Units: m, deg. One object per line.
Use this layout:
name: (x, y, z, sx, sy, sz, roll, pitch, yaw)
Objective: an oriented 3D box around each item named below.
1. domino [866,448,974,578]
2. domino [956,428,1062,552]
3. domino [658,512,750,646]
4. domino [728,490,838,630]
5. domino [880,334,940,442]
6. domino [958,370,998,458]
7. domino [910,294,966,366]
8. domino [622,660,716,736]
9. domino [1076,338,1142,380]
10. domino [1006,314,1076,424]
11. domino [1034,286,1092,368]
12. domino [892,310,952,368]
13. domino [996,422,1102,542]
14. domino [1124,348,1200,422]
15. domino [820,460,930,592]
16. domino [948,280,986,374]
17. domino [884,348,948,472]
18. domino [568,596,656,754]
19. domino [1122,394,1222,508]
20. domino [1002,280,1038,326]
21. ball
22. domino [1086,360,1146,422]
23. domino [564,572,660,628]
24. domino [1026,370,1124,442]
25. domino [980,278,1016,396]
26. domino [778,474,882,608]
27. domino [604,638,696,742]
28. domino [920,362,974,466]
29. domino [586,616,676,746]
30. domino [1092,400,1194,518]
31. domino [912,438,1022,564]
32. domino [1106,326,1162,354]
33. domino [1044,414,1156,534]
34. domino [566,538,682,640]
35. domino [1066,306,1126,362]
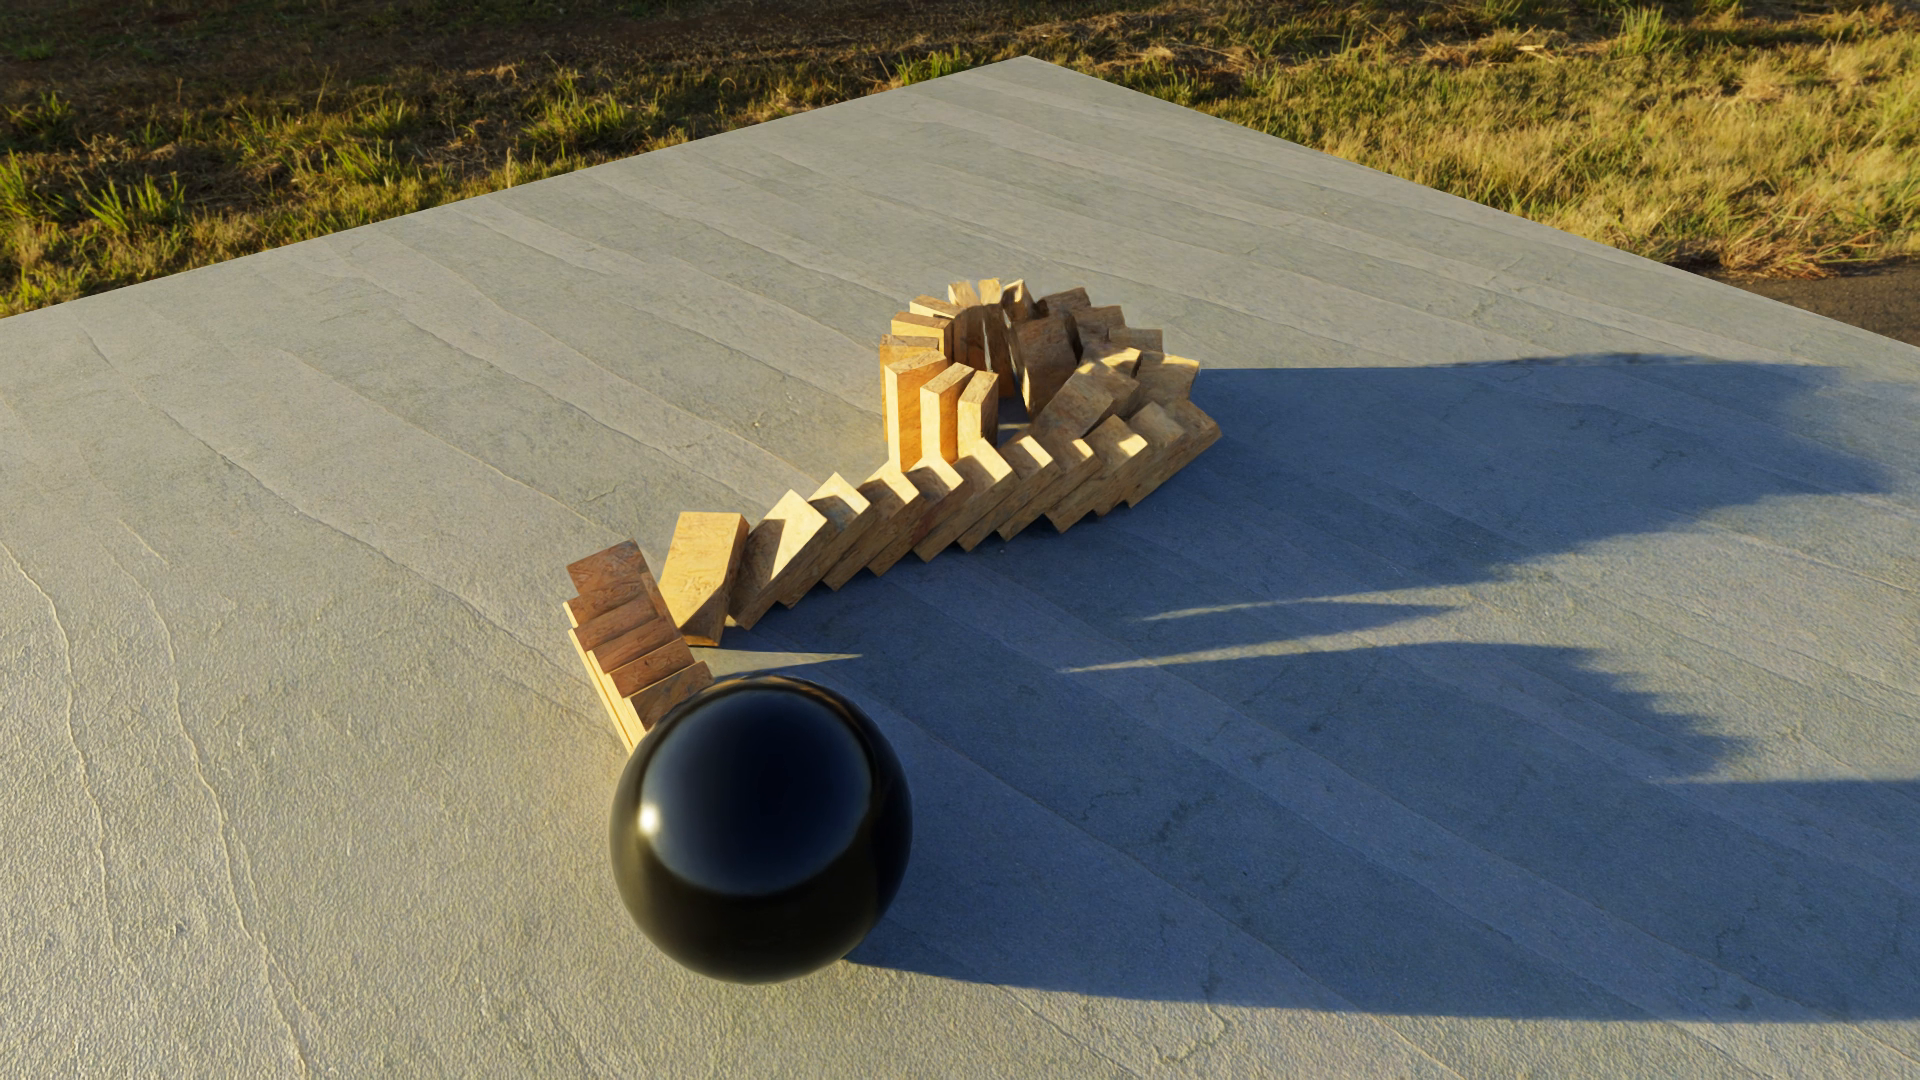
domino: (-0.021, -0.011, 0.438, 0.050, 0.009, 0.025, -41, 47, 1)
domino: (0.014, -0.020, 0.448, 0.050, 0.010, 0.025, -40, 45, 2)
domino: (-0.097, 0.014, 0.409, 0.025, 0.010, 0.050, 2, 62, 14)
domino: (-0.072, 0.007, 0.416, 0.050, 0.009, 0.025, -48, 52, -6)
domino: (-0.022, -0.067, 0.493, 0.025, 0.050, 0.009, 4, 39, 5)
domino: (0.008, -0.043, 0.464, 0.009, 0.050, 0.025, 12, 41, 14)
domino: (-0.010, -0.088, 0.519, 0.025, 0.050, 0.009, 24, 45, 26)
domino: (-0.080, 0.065, 0.337, 0.025, 0.050, 0.010, -27, 4, -29)
domino: (0.062, -0.064, 0.499, 0.025, 0.009, 0.050, 19, 83, 22)
domino: (0.040, -0.077, 0.508, 0.025, 0.050, 0.010, -19, 8, -21)
domino: (0.057, -0.095, 0.533, 0.025, 0.050, 0.009, -20, -1, -29)
domino: (-0.017, -0.079, 0.508, 0.025, 0.050, 0.009, 14, 41, 16)
domino: (0.031, -0.024, 0.454, 0.050, 0.010, 0.025, -38, 46, 2)
domino: (0.088, -0.059, 0.493, 0.025, 0.010, 0.050, 17, 77, 17)
domino: (-0.038, -0.006, 0.431, 0.050, 0.009, 0.025, -42, 48, 0)
domino: (0.004, -0.095, 0.527, 0.010, 0.050, 0.025, -13, 41, -8)
domino: (-0.019, -0.056, 0.480, 0.025, 0.050, 0.010, -23, 44, -25)
domino: (-0.105, 0.046, 0.360, 0.025, 0.050, 0.010, -27, 5, -29)
domino: (0.084, -0.038, 0.473, 0.050, 0.010, 0.025, -38, 47, -1)
domino: (0.036, -0.098, 0.530, 0.009, 0.050, 0.025, -21, 30, 18)
ball: (-0.052, 0.076, 0.295, 0.080, 0.080, 0.080, 0, 39, 0)
domino: (0.056, -0.052, 0.484, 0.025, 0.009, 0.050, 37, 90, 35)
domino: (-0.110, 0.039, 0.369, 0.025, 0.050, 0.009, -26, 4, -28)
domino: (0.045, -0.047, 0.477, 0.050, 0.010, 0.025, -49, 55, 2)
domino: (0.018, -0.097, 0.529, 0.010, 0.050, 0.025, -8, 39, 5)
domino: (-0.057, 0.000, 0.424, 0.050, 0.009, 0.025, -46, 51, -4)
domino: (-0.088, 0.059, 0.345, 0.025, 0.050, 0.010, -27, 4, -29)
domino: (-0.005, -0.047, 0.469, 0.010, 0.050, 0.025, 25, 45, 27)
domino: (-0.096, 0.052, 0.353, 0.025, 0.050, 0.009, -27, 5, -29)
domino: (0.070, -0.034, 0.464, 0.050, 0.010, 0.025, -39, 47, 2)
domino: (-0.002, -0.016, 0.443, 0.050, 0.009, 0.025, -40, 45, 3)
domino: (0.080, -0.073, 0.509, 0.025, 0.009, 0.050, 3, 77, 0)
domino: (0.053, -0.028, 0.457, 0.050, 0.009, 0.025, -39, 47, 1)
domino: (-0.116, 0.027, 0.387, 0.025, 0.010, 0.050, -25, 81, -18)
domino: (0.069, -0.085, 0.522, 0.025, 0.010, 0.050, -10, 81, -18)
